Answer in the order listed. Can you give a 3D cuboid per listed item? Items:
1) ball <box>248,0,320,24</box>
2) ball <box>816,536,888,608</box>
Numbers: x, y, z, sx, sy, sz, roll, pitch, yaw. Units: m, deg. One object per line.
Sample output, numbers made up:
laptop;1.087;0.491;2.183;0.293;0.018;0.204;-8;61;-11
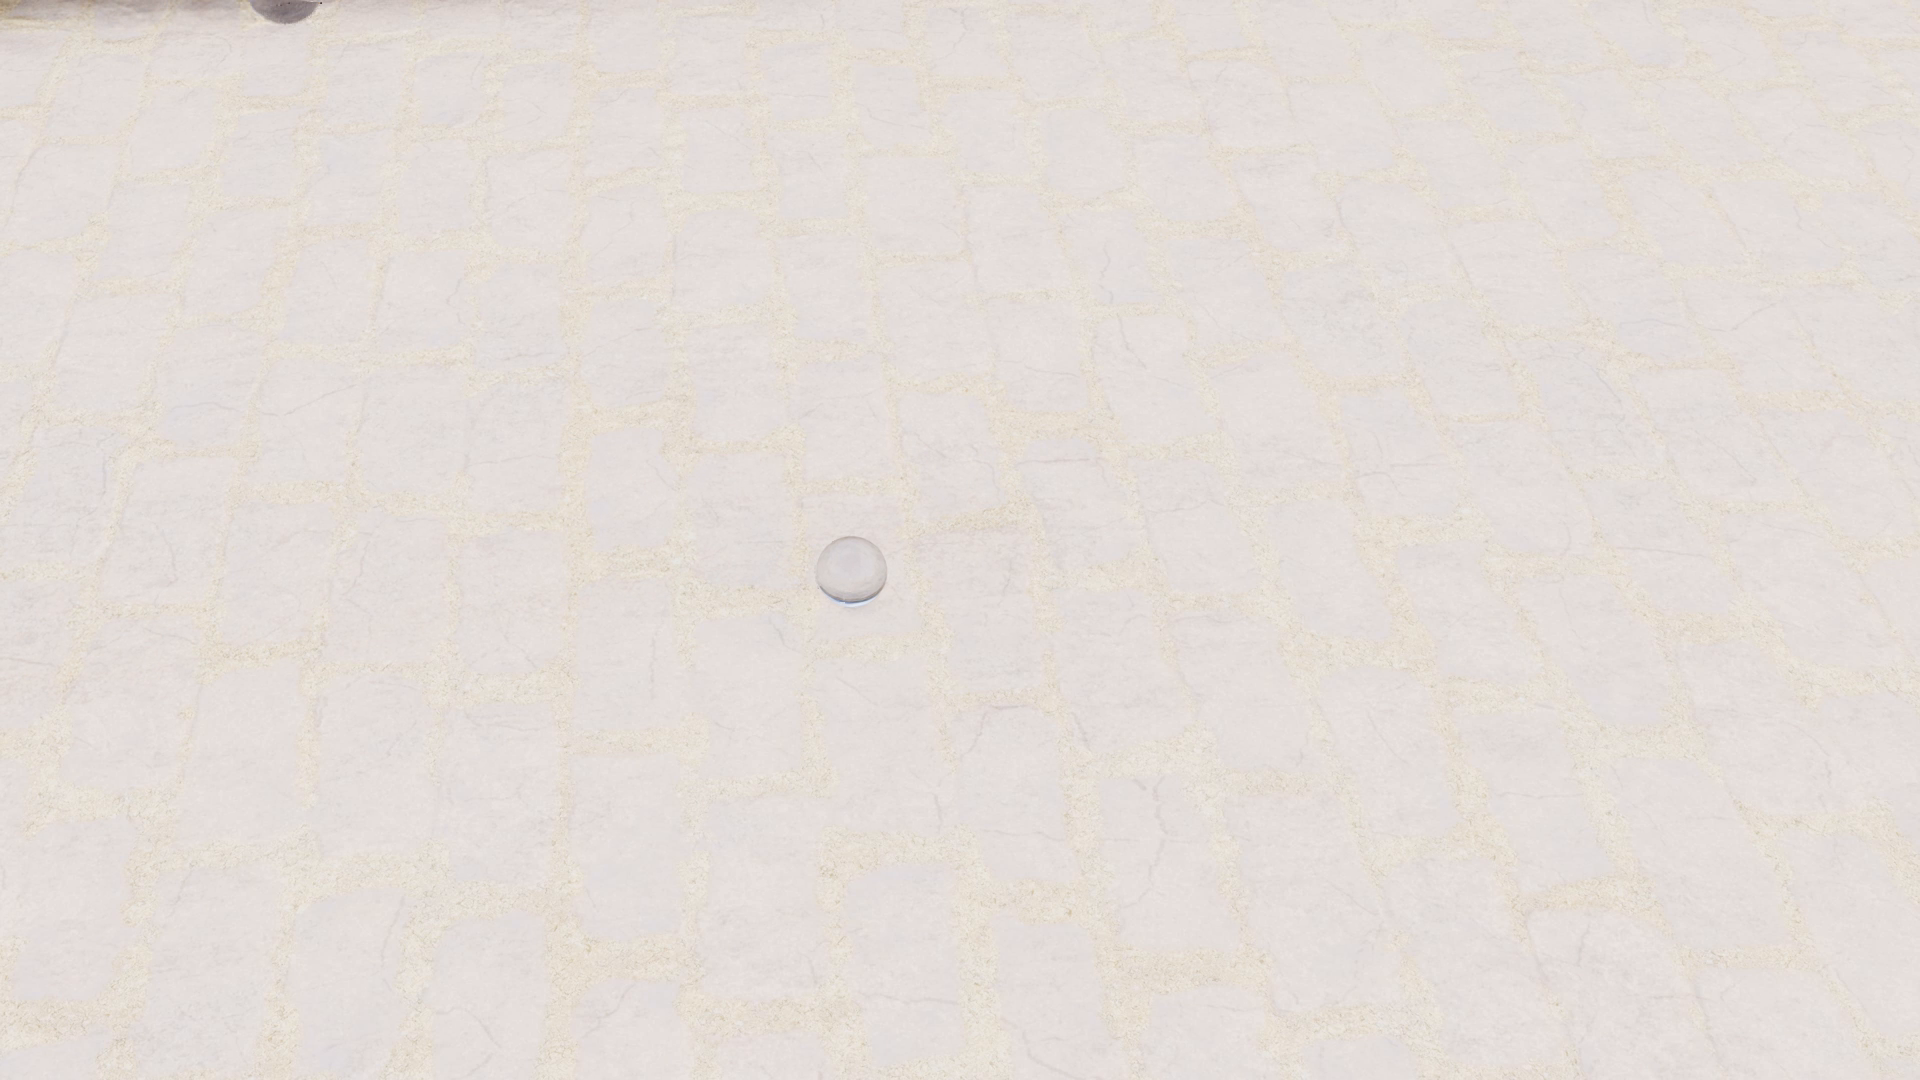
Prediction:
ball;-0.576;-0.471;2.184;0.064;0.064;0.064;0;37;0
ball;-0.065;0.019;1.544;0.043;0.043;0.043;0;37;0
